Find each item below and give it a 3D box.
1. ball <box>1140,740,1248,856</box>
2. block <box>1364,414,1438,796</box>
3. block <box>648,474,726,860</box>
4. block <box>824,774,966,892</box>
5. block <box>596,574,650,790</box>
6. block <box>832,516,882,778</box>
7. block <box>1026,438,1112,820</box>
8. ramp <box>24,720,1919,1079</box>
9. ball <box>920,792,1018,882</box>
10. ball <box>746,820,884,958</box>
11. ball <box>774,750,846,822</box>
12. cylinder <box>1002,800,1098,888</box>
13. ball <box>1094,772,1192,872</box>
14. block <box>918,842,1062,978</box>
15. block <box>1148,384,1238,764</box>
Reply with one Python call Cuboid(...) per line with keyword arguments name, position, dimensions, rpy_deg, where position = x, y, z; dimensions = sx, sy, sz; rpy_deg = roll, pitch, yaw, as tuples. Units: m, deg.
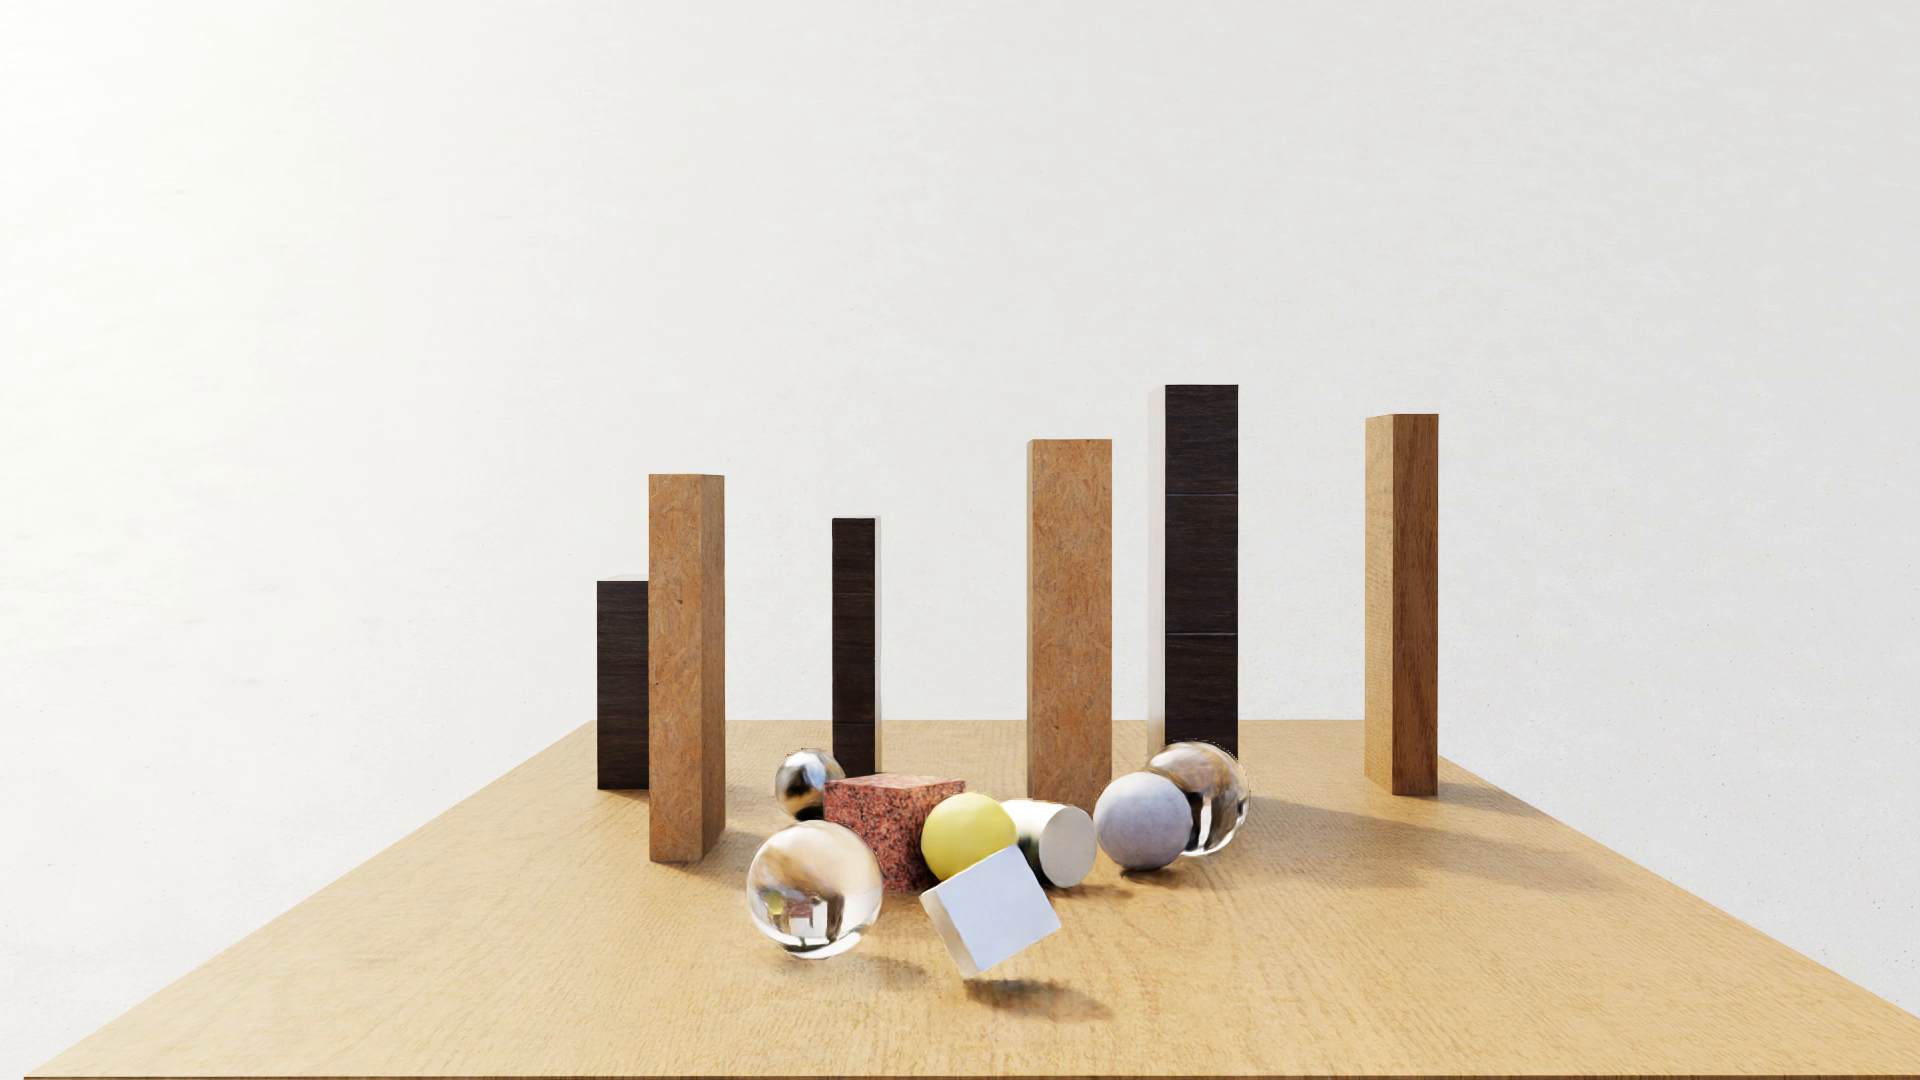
Cuboid(name="ball", position=(0.371, 0.414, 4.138), dimensions=(0.184, 0.184, 0.184), rpy_deg=(0, 27, 0))
Cuboid(name="block", position=(0.873, 0.120, 5.114), dimensions=(0.088, 0.732, 0.335), rpy_deg=(0, 1, 0))
Cuboid(name="block", position=(-0.450, 0.197, 4.282), dimensions=(0.083, 0.612, 0.417), rpy_deg=(0, 1, 0))
Cuboid(name="block", position=(-0.097, 0.436, 3.869), dimensions=(0.150, 0.150, 0.150), rpy_deg=(1, 1, 36))
Cuboid(name="block", position=(-0.656, 0.280, 5.235), dimensions=(0.110, 0.409, 0.366), rpy_deg=(0, 1, 0))
Cuboid(name="block", position=(-0.203, 0.220, 5.136), dimensions=(0.083, 0.533, 0.427), rpy_deg=(0, 1, 0))
Cuboid(name="block", position=(0.199, 0.155, 4.767), dimensions=(0.141, 0.676, 0.400), rpy_deg=(0, 1, 0))
Cuboid(name="ramp", position=(0.061, 0.547, 4.583), dimensions=(2.000, 0.100, 4.000), rpy_deg=(0, 1, 0))
Cuboid(name="ball", position=(0.014, 0.441, 3.773), dimensions=(0.143, 0.143, 0.143), rpy_deg=(0, 27, 0))
Cuboid(name="ball", position=(-0.182, 0.438, 3.237), dimensions=(0.172, 0.172, 0.172), rpy_deg=(0, 27, 0))
Cuboid(name="ball", position=(-0.263, 0.434, 4.542), dimensions=(0.128, 0.128, 0.128), rpy_deg=(0, 27, 0))
Cuboid(name="cylinder", position=(0.120, 0.452, 3.849), dimensions=(0.120, 0.120, 0.120), rpy_deg=(-24, 16, -39))
Cuboid(name="ball", position=(0.281, 0.433, 3.965), dimensions=(0.152, 0.152, 0.152), rpy_deg=(0, 27, 0))
Cuboid(name="block", position=(0.035, 0.440, 3.060), dimensions=(0.112, 0.112, 0.112), rpy_deg=(-28, -6, -16))
Cuboid(name="block", position=(0.434, 0.104, 4.847), dimensions=(0.132, 0.775, 0.410), rpy_deg=(0, 1, 0))
